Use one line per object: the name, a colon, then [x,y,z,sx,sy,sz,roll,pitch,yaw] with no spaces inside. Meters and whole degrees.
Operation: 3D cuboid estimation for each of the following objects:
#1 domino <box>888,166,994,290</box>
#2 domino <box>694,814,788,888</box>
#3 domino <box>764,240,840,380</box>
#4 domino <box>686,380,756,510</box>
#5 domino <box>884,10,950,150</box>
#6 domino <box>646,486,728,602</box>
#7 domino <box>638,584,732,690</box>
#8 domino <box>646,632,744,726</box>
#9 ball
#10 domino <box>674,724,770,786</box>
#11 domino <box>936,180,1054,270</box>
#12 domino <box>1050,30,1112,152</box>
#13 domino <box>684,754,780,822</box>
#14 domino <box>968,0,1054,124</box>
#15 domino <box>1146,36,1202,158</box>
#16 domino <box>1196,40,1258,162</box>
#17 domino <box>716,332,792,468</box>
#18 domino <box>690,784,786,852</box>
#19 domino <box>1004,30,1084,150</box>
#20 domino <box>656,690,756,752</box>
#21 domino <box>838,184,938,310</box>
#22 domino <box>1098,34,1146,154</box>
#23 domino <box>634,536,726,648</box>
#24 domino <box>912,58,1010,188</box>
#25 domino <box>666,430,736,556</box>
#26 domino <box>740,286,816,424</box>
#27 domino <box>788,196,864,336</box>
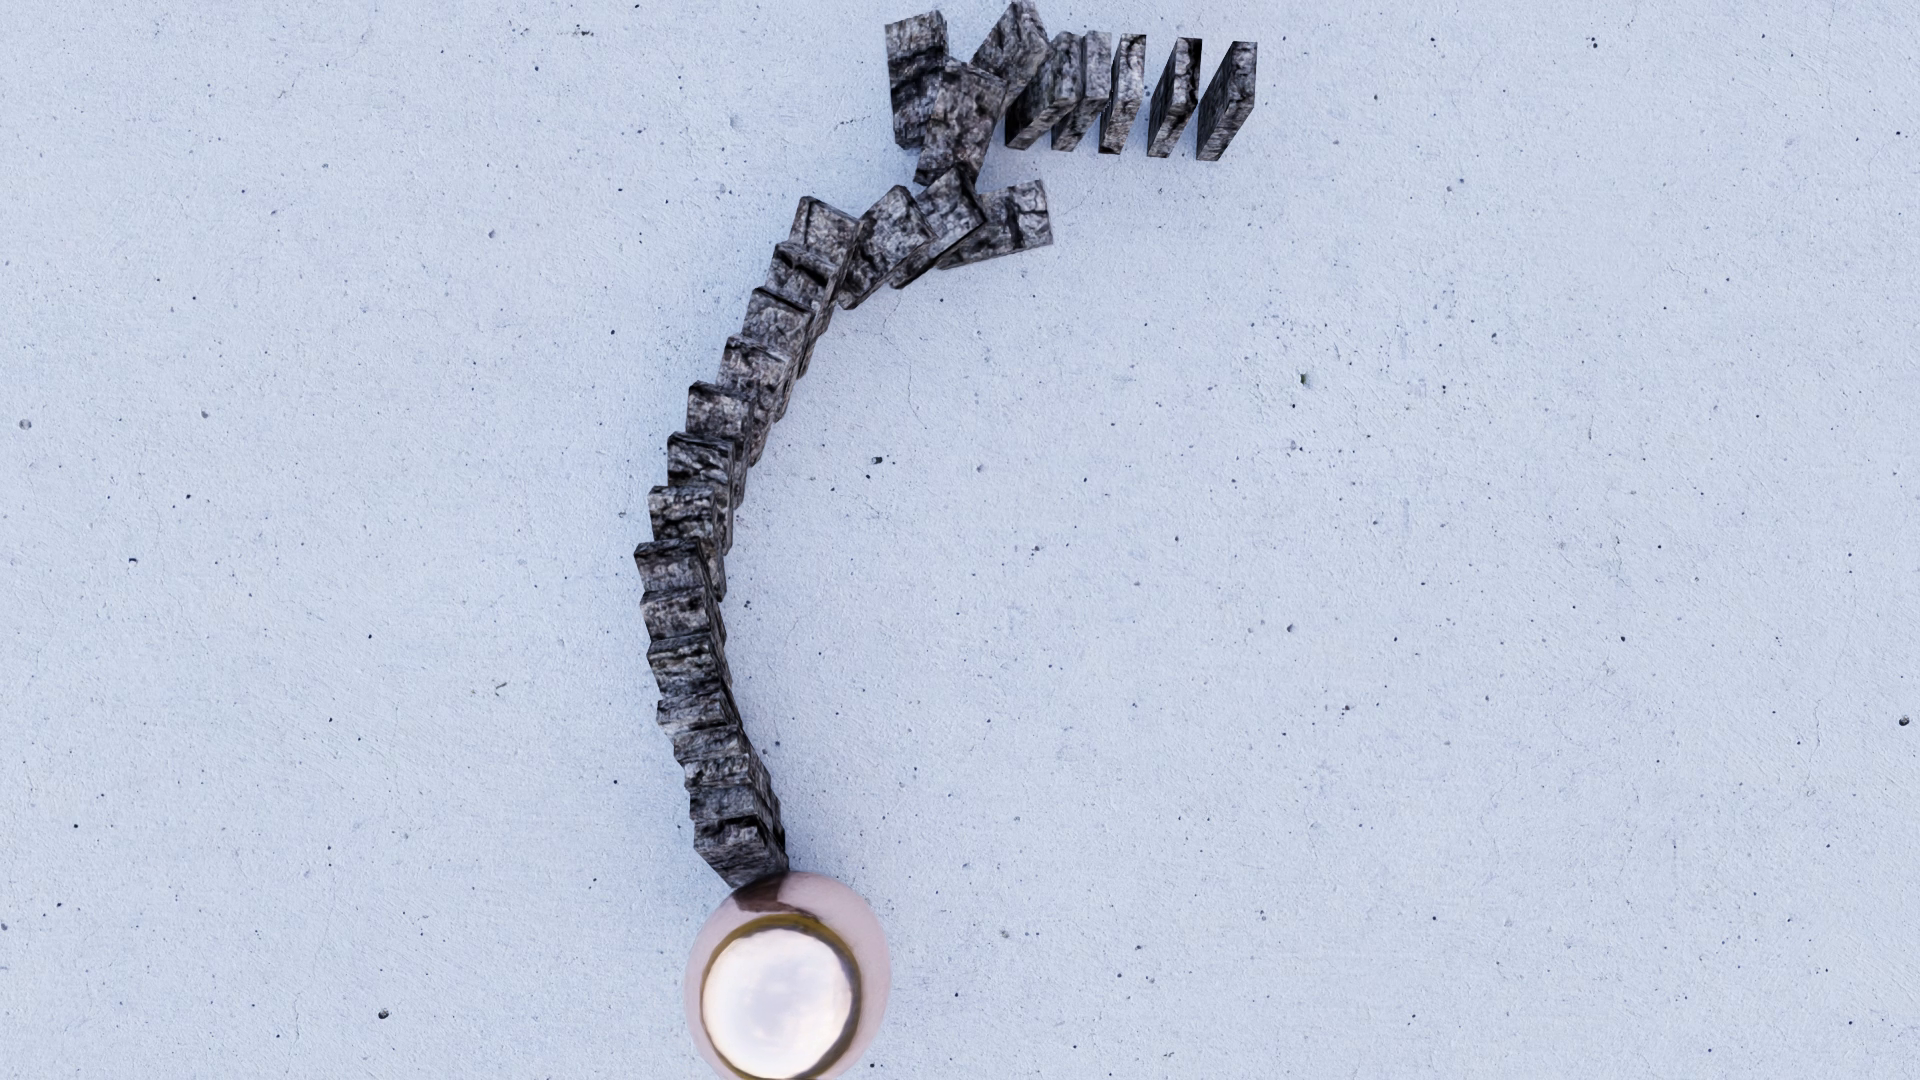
domino: [-0.014,-0.130,0.384,0.050,0.009,0.025,-28,89,27]
domino: [-0.089,0.129,0.378,0.025,0.050,0.010,-10,52,0]
domino: [-0.070,-0.095,0.383,0.025,0.009,0.050,25,118,3]
domino: [-0.102,-0.039,0.384,0.025,0.009,0.050,15,119,0]
domino: [-0.017,-0.196,0.391,0.025,0.009,0.050,-5,90,20]
domino: [-0.114,0.002,0.384,0.025,0.010,0.050,1,118,0]
domino: [-0.114,0.044,0.384,0.025,0.010,0.050,-7,118,0]
domino: [-0.110,0.063,0.384,0.025,0.009,0.050,-10,119,0]
ball: [-0.067,0.172,0.360,0.080,0.080,0.080,0,90,0]
domino: [-0.097,0.093,0.378,0.025,0.050,0.009,-10,52,0]
domino: [0.012,-0.133,0.388,0.050,0.009,0.025,-10,98,13]
domino: [0.049,-0.182,0.375,0.010,0.050,0.025,2,90,-10]
domino: [-0.093,0.105,0.378,0.025,0.050,0.010,-10,52,0]
domino: [0.016,-0.191,0.375,0.010,0.050,0.025,-6,71,-37]
domino: [0.087,-0.179,0.375,0.009,0.050,0.025,4,90,0]
domino: [0.108,-0.178,0.375,0.010,0.050,0.025,3,90,0]
domino: [-0.090,-0.058,0.384,0.025,0.009,0.050,25,118,0]
domino: [-0.091,0.117,0.378,0.025,0.050,0.009,-10,52,0]
domino: [0.033,-0.182,0.375,0.009,0.050,0.025,1,90,-23]
domino: [-0.104,0.081,0.378,0.025,0.050,0.010,-10,49,0]
domino: [-0.036,-0.122,0.385,0.050,0.009,0.025,-32,90,27]
domino: [0.066,-0.181,0.375,0.009,0.050,0.025,4,90,0]
domino: [-0.117,0.024,0.384,0.025,0.009,0.050,-7,118,0]
domino: [0.000,-0.168,0.378,0.025,0.050,0.009,22,47,-3]
domino: [-0.108,-0.019,0.384,0.025,0.009,0.050,9,119,0]
domino: [-0.080,-0.077,0.384,0.025,0.009,0.050,25,118,2]
domino: [-0.061,-0.114,0.383,0.025,0.009,0.050,27,118,3]
